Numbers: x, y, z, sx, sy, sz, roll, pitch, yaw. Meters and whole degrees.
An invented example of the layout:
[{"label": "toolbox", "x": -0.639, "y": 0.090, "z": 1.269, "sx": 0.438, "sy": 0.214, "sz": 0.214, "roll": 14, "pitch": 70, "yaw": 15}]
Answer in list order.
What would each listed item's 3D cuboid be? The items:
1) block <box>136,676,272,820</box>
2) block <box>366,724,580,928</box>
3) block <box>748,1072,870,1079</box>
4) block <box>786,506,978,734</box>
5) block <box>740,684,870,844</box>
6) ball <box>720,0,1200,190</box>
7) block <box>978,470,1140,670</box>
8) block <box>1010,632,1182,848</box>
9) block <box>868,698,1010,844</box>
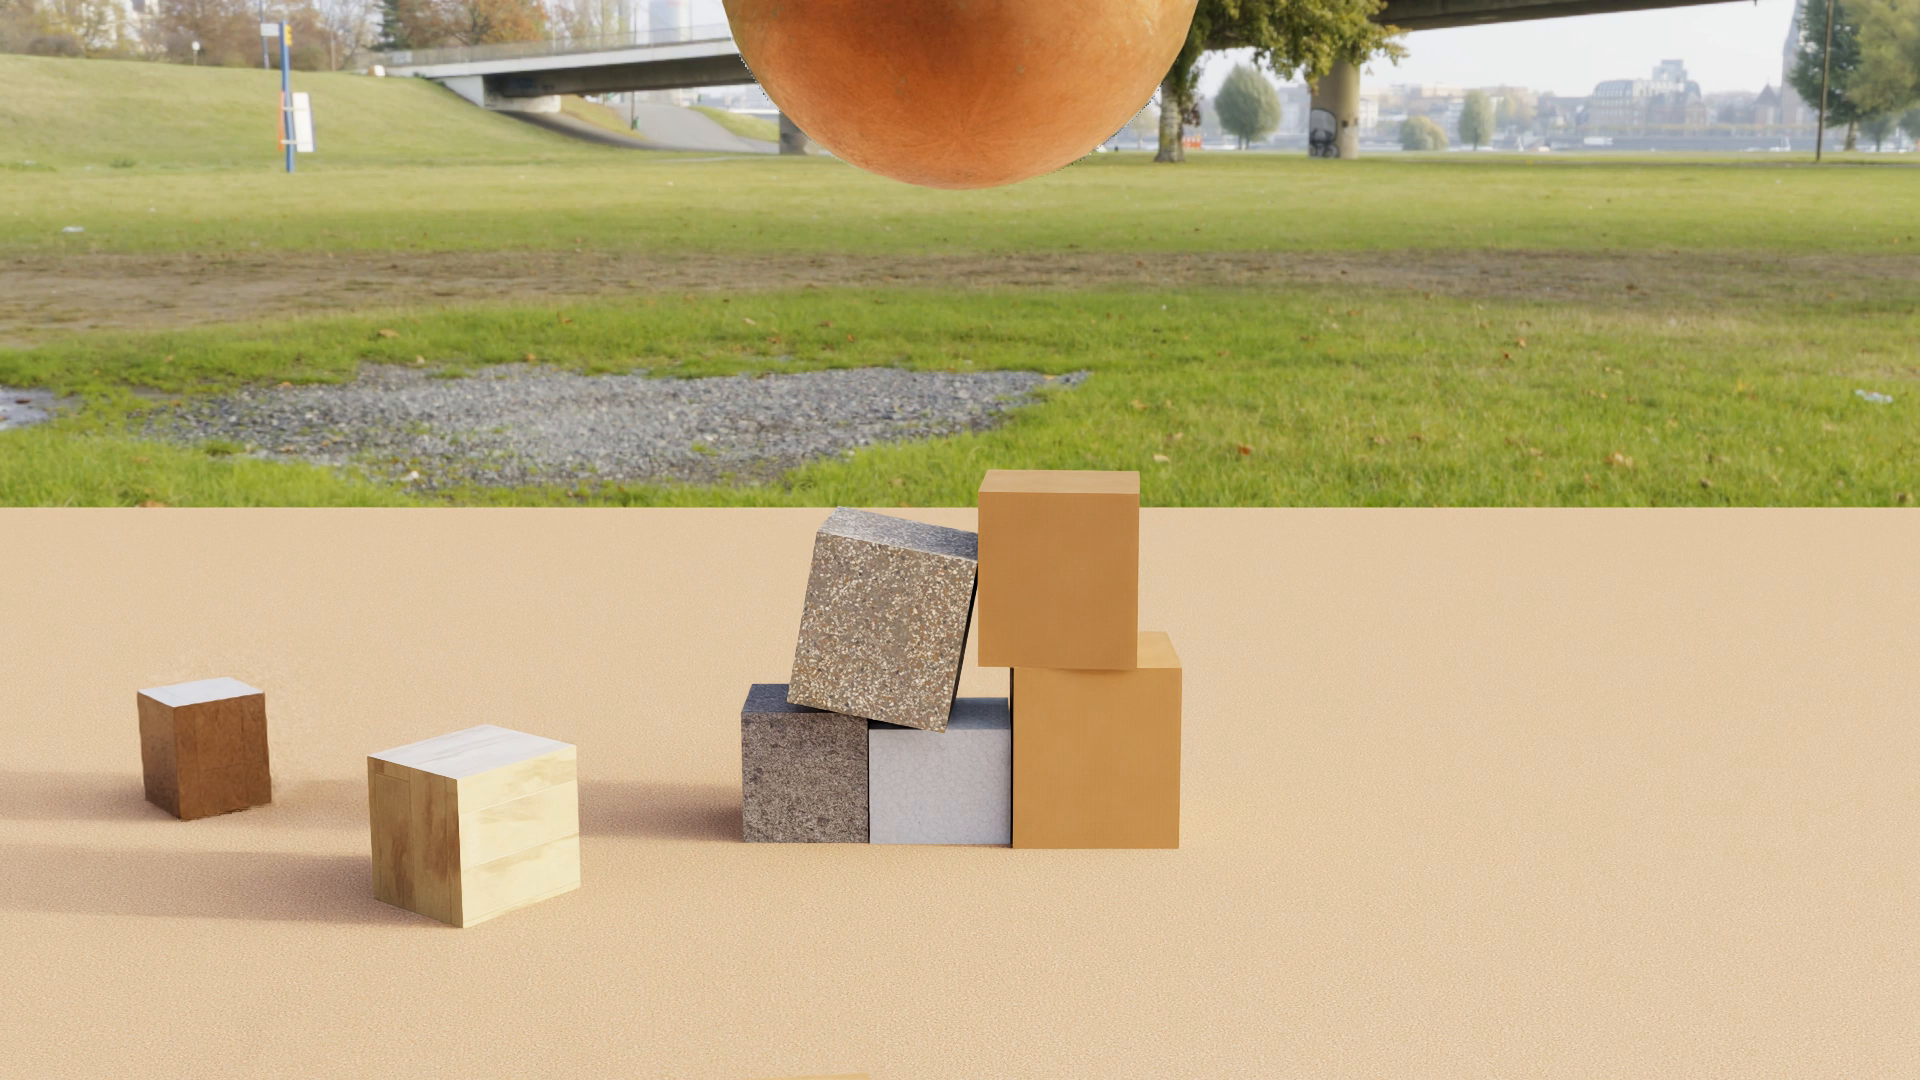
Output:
[{"label": "block", "x": -4.040, "y": 1.105, "z": 11.760, "sx": 0.492, "sy": 0.603, "sz": 0.525, "roll": -8, "pitch": 12, "yaw": -39}, {"label": "block", "x": -2.277, "y": 1.325, "z": 10.326, "sx": 0.638, "sy": 0.698, "sz": 0.710, "roll": 8, "pitch": 13, "yaw": 37}, {"label": "block", "x": -0.525, "y": 2.045, "z": 6.847, "sx": 0.535, "sy": 0.526, "sz": 0.604, "roll": -1, "pitch": 10, "yaw": -7}, {"label": "block", "x": -0.359, "y": 0.390, "z": 11.248, "sx": 0.802, "sy": 0.877, "sz": 0.823, "roll": 11, "pitch": 10, "yaw": 2}, {"label": "block", "x": -0.780, "y": 1.146, "z": 11.369, "sx": 0.632, "sy": 0.678, "sz": 0.612, "roll": 0, "pitch": 10, "yaw": 0}, {"label": "ball", "x": 0.000, "y": -1.941, "z": 7.105, "sx": 1.600, "sy": 1.600, "sz": 1.600, "roll": 0, "pitch": 10, "yaw": 0}, {"label": "block", "x": 0.509, "y": 0.136, "z": 11.150, "sx": 0.787, "sy": 0.878, "sz": 0.741, "roll": 1, "pitch": 10, "yaw": 4}, {"label": "block", "x": 0.682, "y": 1.017, "z": 11.363, "sx": 0.833, "sy": 0.933, "sz": 0.831, "roll": 0, "pitch": 10, "yaw": 0}, {"label": "block", "x": -0.100, "y": 1.185, "z": 11.381, "sx": 0.711, "sy": 0.596, "sz": 0.648, "roll": 0, "pitch": 10, "yaw": 0}]
